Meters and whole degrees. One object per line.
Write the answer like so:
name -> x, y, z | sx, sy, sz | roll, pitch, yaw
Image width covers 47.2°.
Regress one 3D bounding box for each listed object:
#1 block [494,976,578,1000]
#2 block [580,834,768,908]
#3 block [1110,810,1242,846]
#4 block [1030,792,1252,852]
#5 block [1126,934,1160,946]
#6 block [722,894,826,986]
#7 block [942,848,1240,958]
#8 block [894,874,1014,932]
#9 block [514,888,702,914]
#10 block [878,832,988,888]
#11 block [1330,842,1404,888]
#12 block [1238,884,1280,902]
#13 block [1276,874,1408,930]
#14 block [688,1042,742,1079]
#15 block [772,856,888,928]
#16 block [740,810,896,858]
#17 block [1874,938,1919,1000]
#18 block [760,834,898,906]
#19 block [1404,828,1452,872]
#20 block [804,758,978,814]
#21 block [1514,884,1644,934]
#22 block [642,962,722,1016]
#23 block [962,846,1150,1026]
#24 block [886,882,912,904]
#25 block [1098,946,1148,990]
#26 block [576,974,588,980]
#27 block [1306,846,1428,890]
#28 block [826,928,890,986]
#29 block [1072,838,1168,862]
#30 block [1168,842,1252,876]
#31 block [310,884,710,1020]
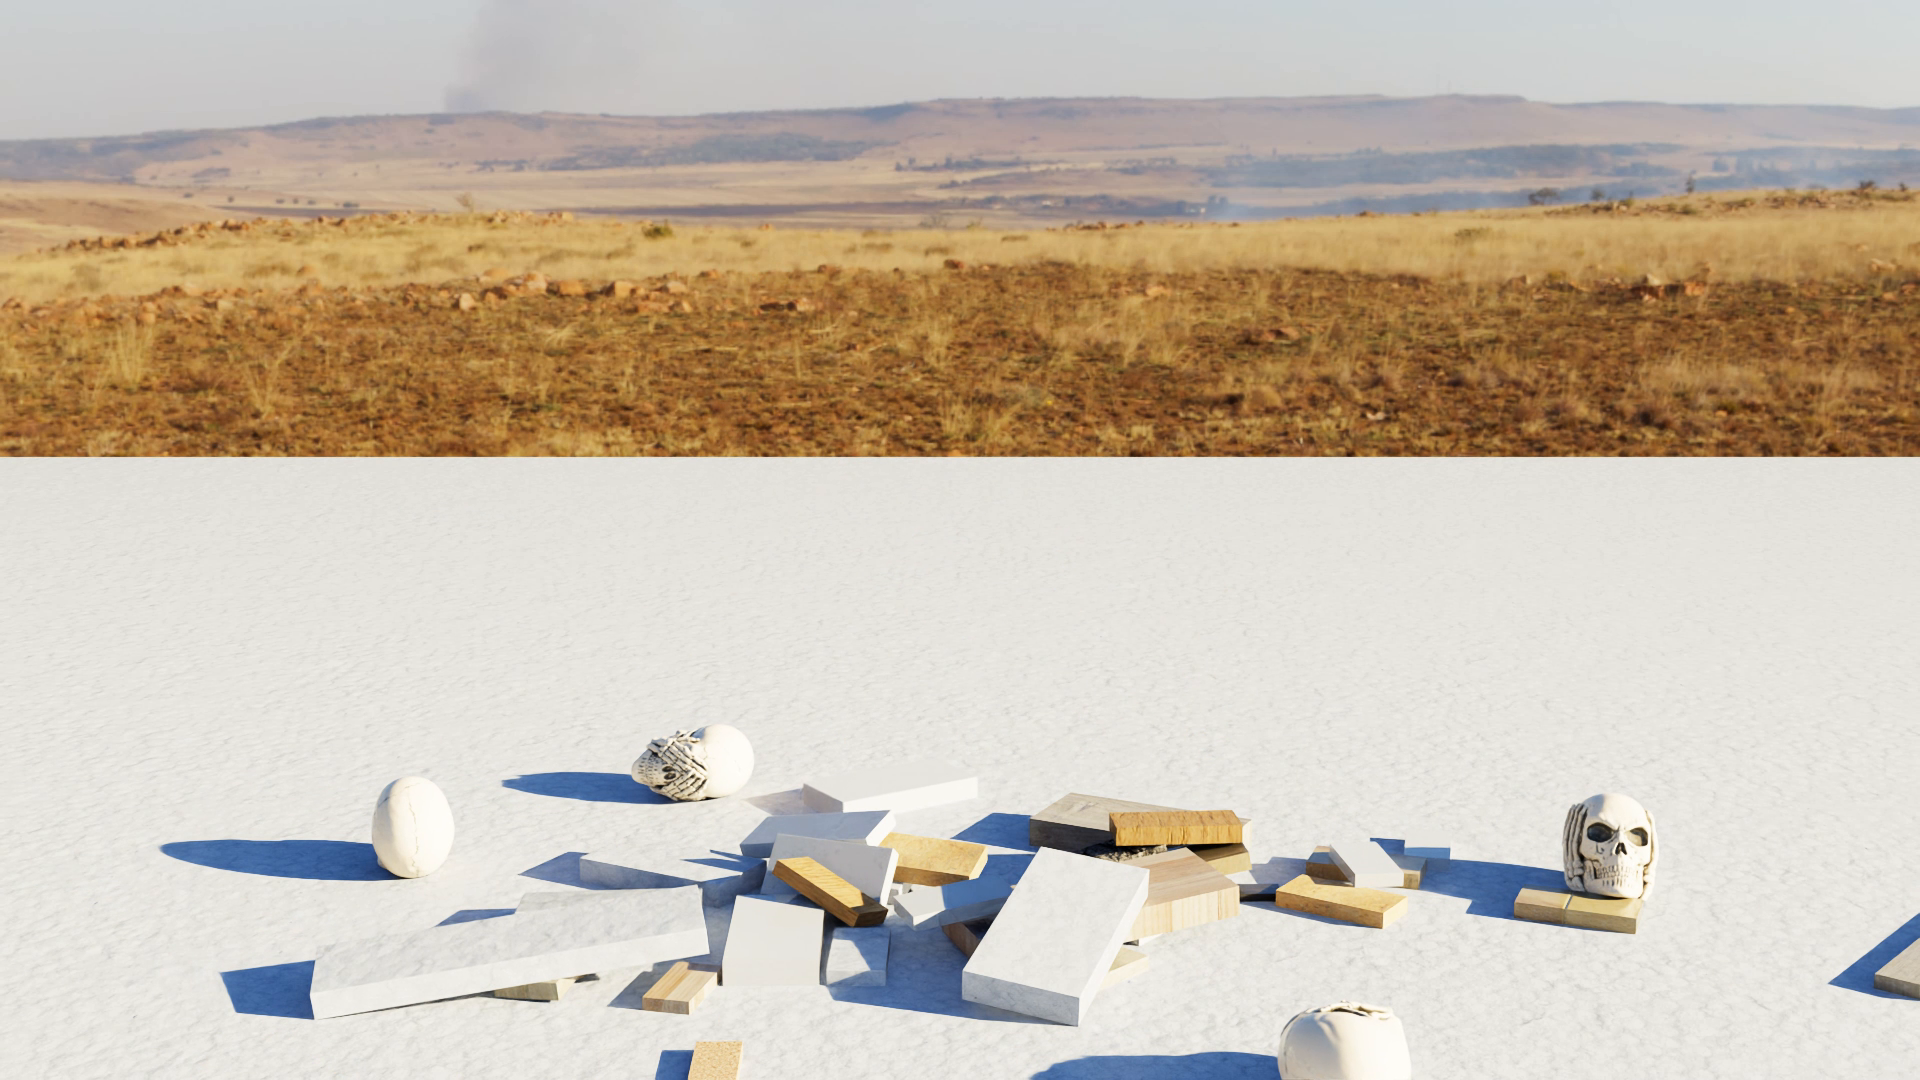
block -> -0.610, 0.625, 3.304 | 0.102, 0.029, 0.203 | 0, 18, 15
block -> -0.485, 0.559, 3.724 | 0.285, 0.040, 0.143 | 6, 12, 28
block -> 0.364, 0.487, 3.723 | 0.212, 0.030, 0.106 | -1, 7, -3
block -> 0.321, 0.520, 3.910 | 0.354, 0.050, 0.177 | 5, 12, 27
block -> 0.296, 0.607, 3.515 | 0.079, 0.022, 0.158 | 8, 13, 36
block -> -0.285, 0.618, 3.409 | 0.143, 0.040, 0.285 | 0, 11, -1
block -> 0.205, 0.581, 3.465 | 0.436, 0.050, 0.177 | -9, 16, -21
block -> -0.006, 0.564, 3.426 | 0.175, 0.025, 0.088 | -9, 16, -21
block -> -0.555, 0.592, 3.498 | 0.285, 0.040, 0.143 | -1, 3, -5
block -> -0.071, 0.533, 3.662 | 0.211, 0.030, 0.105 | 6, 22, 15
block -> 0.682, 0.545, 3.699 | 0.081, 0.023, 0.162 | -1, 11, -6
block -> 0.484, 0.586, 3.654 | 0.097, 0.014, 0.049 | 0, 11, -1
block -> 0.623, 0.590, 3.594 | 0.190, 0.027, 0.095 | 7, 13, 34
block -> -0.330, 0.711, 2.968 | 0.064, 0.018, 0.128 | 0, 11, -2
block -> -0.208, 0.564, 3.531 | 0.176, 0.025, 0.088 | 28, 10, 29
block -> -0.242, 0.499, 3.727 | 0.250, 0.029, 0.102 | -7, 18, 27
block -> 1.555, 0.624, 3.423 | 0.081, 0.023, 0.510 | 9, 14, 40
block -> -0.215, 0.549, 3.614 | 0.211, 0.105, 0.030 | 4, -27, 21
block -> 0.821, 0.543, 3.860 | 0.079, 0.022, 0.158 | 2, 11, 13
block -> -0.131, 0.475, 4.173 | 0.297, 0.042, 0.148 | -7, 13, -33
block -> 1.002, 0.597, 3.559 | 0.190, 0.027, 0.095 | 5, 11, 23
block -> -0.407, 0.659, 3.239 | 0.072, 0.020, 0.143 | 3, 11, 13
block -> 0.148, 0.587, 3.291 | 0.177, 0.050, 0.354 | 10, 26, 18
block -> -0.185, 0.558, 3.683 | 0.211, 0.030, 0.105 | 6, 22, 16
block -> 0.200, 0.646, 3.303 | 0.081, 0.023, 0.162 | 10, 15, 44
block -> -0.567, 0.638, 3.361 | 0.064, 0.018, 0.128 | 7, 13, 32
block -> 0.695, 0.559, 3.760 | 0.190, 0.027, 0.095 | 4, 11, 20
block -> -0.153, 0.635, 3.358 | 0.088, 0.025, 0.178 | 0, 11, 1
block -> 0.232, 0.544, 3.697 | 0.212, 0.030, 0.106 | -15, 11, -15
block -> 0.374, 0.545, 3.688 | 0.212, 0.030, 0.106 | -13, 10, -1
block -> -0.663, 0.607, 3.258 | 0.567, 0.042, 0.149 | -8, 18, -10
